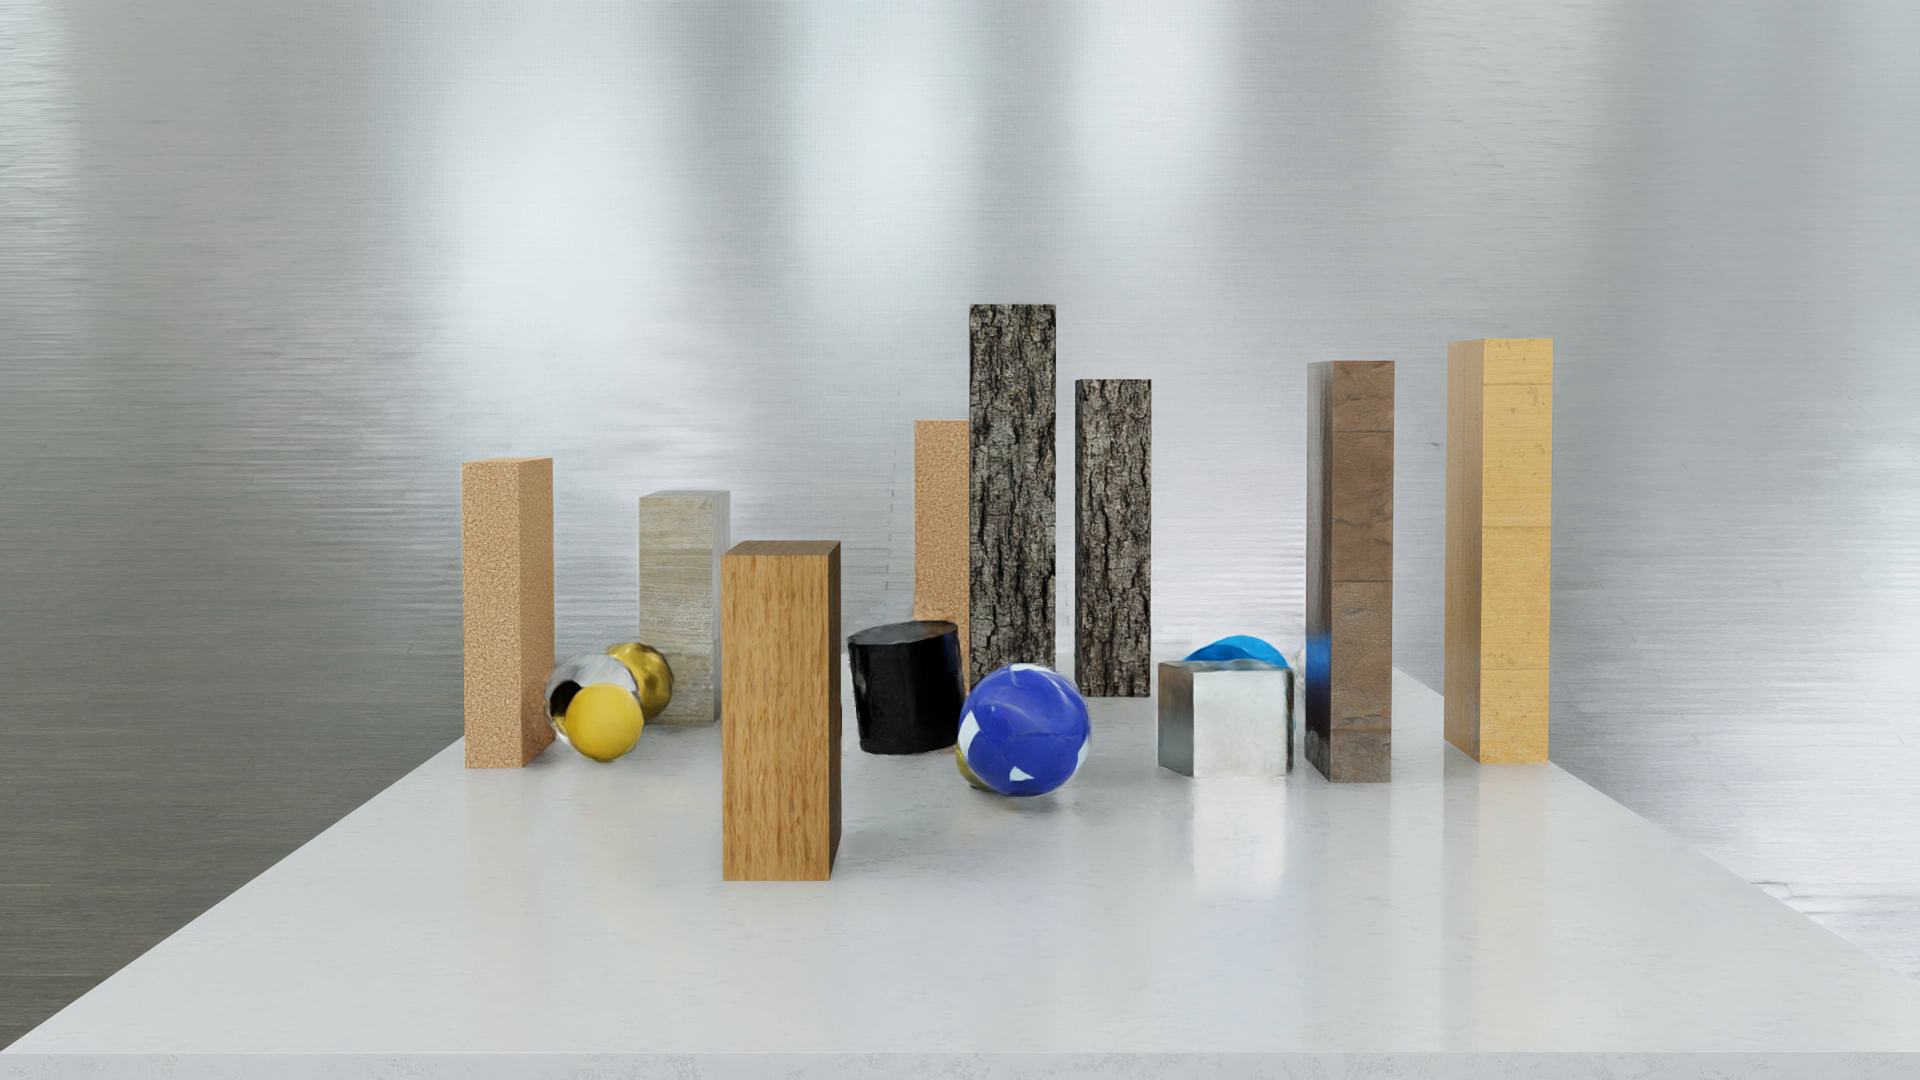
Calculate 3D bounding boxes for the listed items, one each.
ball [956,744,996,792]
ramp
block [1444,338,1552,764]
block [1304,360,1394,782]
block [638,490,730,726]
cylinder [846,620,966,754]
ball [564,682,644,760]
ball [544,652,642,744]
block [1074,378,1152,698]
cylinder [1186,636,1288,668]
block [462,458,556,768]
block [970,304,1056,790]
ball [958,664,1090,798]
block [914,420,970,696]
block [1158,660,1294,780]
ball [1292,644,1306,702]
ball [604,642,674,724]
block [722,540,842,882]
[{"bbox_3d":[0.050,0.351,4.182,0.115,0.115,0.115,0,21,0],"label":"ball"},{"bbox_3d":[0.049,0.446,4.532,2.000,0.100,4.000,0,3,0],"label":"ramp"},{"bbox_3d":[0.979,0.012,4.692,0.121,0.749,0.336,0,3,0],"label":"block"},{"bbox_3d":[0.672,0.046,4.452,0.102,0.707,0.316,0,3,0],"label":"block"},{"bbox_3d":[-0.561,0.131,5.275,0.145,0.451,0.406,0,3,0],"label":"block"},{"bbox_3d":[-0.094,0.270,4.723,0.204,0.204,0.204,-7,9,1],"label":"cylinder"},{"bbox_3d":[-0.635,0.324,4.586,0.140,0.140,0.140,0,21,0],"label":"ball"},{"bbox_3d":[-0.677,0.296,4.737,0.178,0.178,0.178,0,21,0],"label":"ball"},{"bbox_3d":[0.338,-0.013,5.722,0.148,0.687,0.361,0,3,0],"label":"block"},{"bbox_3d":[0.509,0.284,4.801,0.195,0.195,0.195,7,5,17],"label":"cylinder"},{"bbox_3d":[-0.816,0.122,4.664,0.099,0.535,0.379,0,3,0],"label":"block"},{"bbox_3d":[0.087,0.004,4.385,0.140,0.798,0.328,0,3,0],"label":"block"},{"bbox_3d":[0.100,0.299,4.033,0.208,0.208,0.208,0,21,0],"label":"ball"},{"bbox_3d":[-0.015,0.057,5.239,0.149,0.602,0.319,0,3,0],"label":"block"},{"bbox_3d":[0.460,0.309,4.462,0.182,0.182,0.182,-1,3,-15],"label":"block"},{"bbox_3d":[0.766,0.272,5.266,0.167,0.167,0.167,0,21,0],"label":"ball"},{"bbox_3d":[-0.638,0.279,4.998,0.163,0.163,0.163,0,21,0],"label":"ball"},{"bbox_3d":[-0.246,0.228,3.610,0.142,0.436,0.372,0,3,0],"label":"block"}]
